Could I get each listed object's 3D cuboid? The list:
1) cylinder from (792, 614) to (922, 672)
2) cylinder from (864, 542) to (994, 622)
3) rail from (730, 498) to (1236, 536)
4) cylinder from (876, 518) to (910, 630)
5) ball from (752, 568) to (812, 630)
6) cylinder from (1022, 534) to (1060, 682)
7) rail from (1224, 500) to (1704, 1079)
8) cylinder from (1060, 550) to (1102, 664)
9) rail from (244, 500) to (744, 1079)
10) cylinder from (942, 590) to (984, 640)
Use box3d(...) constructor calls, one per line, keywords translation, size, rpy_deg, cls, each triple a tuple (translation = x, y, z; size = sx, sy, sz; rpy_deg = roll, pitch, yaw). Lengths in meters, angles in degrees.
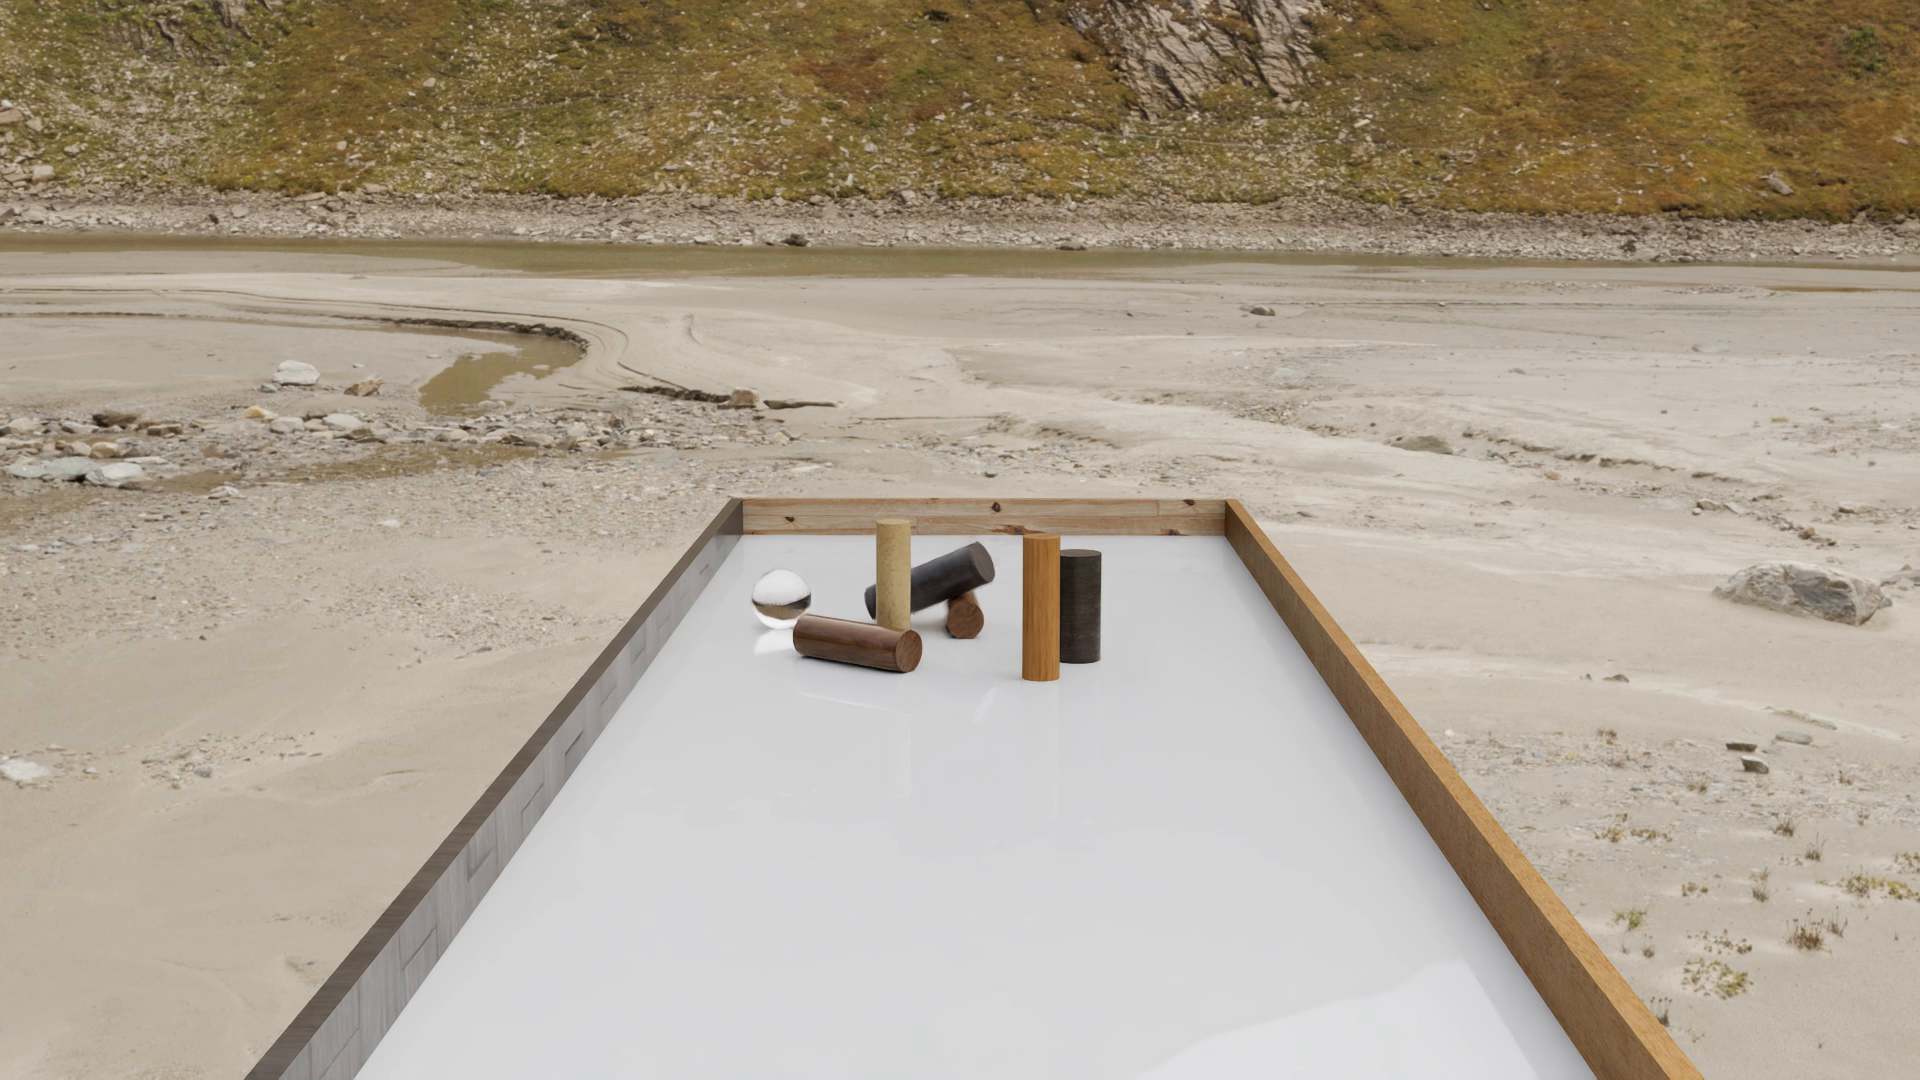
box3d(translation=(-0.312, 0.310, 6.645), size=(0.408, 0.127, 0.127), rpy_deg=(7, 11, 37), cls="cylinder")
box3d(translation=(-0.100, 0.144, 7.148), size=(0.418, 0.138, 0.138), rpy_deg=(-23, -1, 24), cls="cylinder")
box3d(translation=(0.099, -0.098, 9.147), size=(2.100, 0.150, 0.050), rpy_deg=(0, 9, 1), cls="rail")
box3d(translation=(-0.202, 0.153, 6.680), size=(0.105, 0.424, 0.105), rpy_deg=(0, 10, 0), cls="cylinder")
box3d(translation=(-0.581, 0.192, 7.166), size=(0.197, 0.197, 0.197), rpy_deg=(0, 9, 0), cls="ball")
box3d(translation=(0.237, 0.196, 6.427), size=(0.110, 0.420, 0.110), rpy_deg=(0, 9, 0), cls="cylinder")
box3d(translation=(1.046, 0.843, 3.208), size=(0.050, 0.150, 12.000), rpy_deg=(0, 9, 1), cls="rail")
box3d(translation=(0.357, 0.201, 6.692), size=(0.147, 0.328, 0.147), rpy_deg=(0, 9, 0), cls="cylinder")
box3d(translation=(-1.004, 0.839, 3.234), size=(0.050, 0.150, 12.000), rpy_deg=(0, 9, 1), cls="rail")
box3d(translation=(0.009, 0.230, 7.178), size=(0.120, 0.120, 0.352), rpy_deg=(0, 9, -3), cls="cylinder")
